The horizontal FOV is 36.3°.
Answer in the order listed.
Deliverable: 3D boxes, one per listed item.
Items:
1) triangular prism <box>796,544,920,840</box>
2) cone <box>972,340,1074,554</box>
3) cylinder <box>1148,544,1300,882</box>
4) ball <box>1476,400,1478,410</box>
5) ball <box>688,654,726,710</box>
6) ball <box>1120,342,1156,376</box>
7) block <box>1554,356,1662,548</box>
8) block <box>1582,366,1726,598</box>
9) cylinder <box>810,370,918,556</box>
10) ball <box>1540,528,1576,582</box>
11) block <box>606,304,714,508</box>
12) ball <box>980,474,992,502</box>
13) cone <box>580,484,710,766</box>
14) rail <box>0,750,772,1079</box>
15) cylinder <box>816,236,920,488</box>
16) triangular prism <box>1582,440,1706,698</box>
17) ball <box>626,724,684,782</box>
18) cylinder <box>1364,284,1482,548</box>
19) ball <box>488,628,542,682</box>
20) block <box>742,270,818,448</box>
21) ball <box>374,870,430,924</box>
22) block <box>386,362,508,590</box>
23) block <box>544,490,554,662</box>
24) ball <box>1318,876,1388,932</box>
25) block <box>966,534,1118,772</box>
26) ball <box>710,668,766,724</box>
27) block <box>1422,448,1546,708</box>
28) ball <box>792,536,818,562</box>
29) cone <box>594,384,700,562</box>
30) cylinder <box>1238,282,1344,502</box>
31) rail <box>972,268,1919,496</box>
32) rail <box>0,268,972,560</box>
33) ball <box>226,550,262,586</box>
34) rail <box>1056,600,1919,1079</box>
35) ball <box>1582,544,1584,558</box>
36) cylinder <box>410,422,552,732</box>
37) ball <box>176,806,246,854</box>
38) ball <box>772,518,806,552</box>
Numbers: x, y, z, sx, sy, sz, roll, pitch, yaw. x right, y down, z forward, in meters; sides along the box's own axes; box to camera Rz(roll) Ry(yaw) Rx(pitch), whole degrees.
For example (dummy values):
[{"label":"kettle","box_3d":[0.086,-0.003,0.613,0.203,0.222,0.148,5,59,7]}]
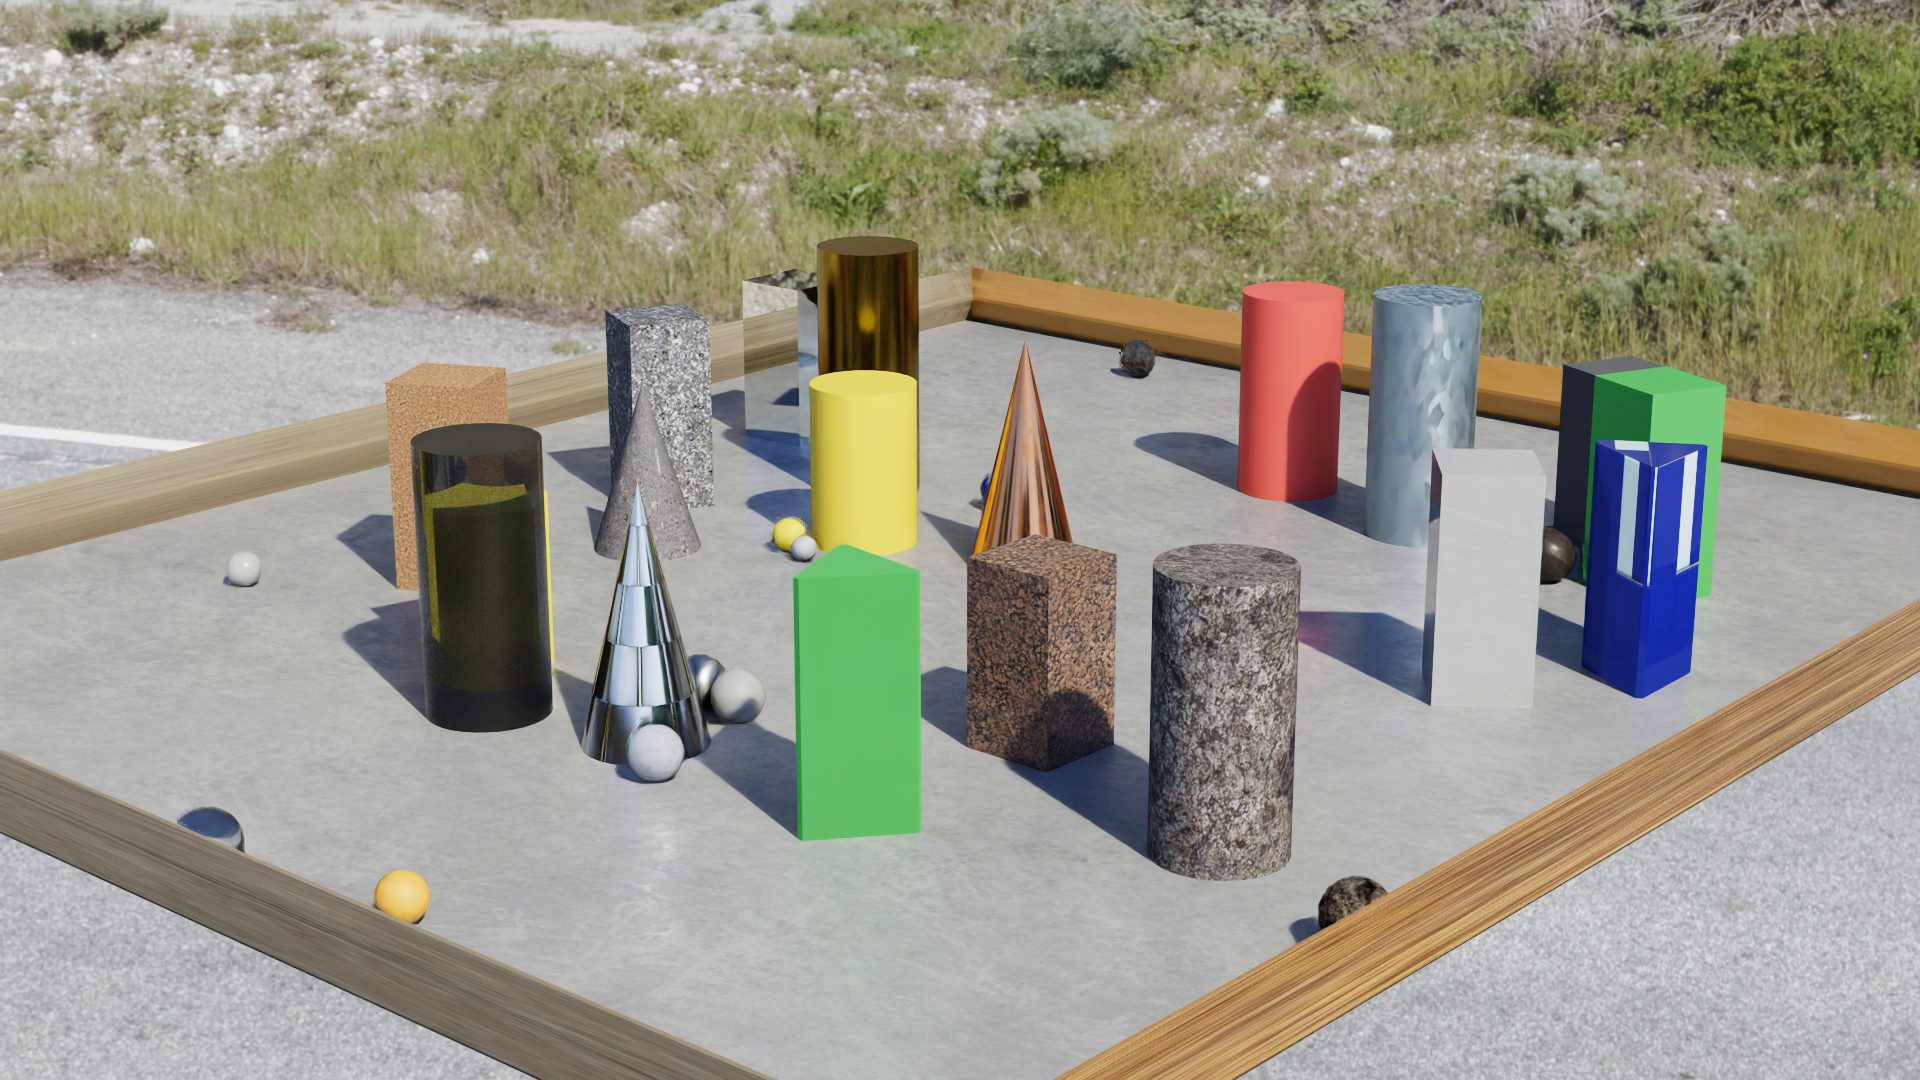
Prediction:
[{"label":"triangular prism","box_3d":[-0.152,0.209,4.098,0.170,0.381,0.148,-3,17,-10]},{"label":"cone","box_3d":[0.115,-0.155,5.239,0.197,0.419,0.197,0,17,0]},{"label":"cylinder","box_3d":[0.356,0.231,3.968,0.197,0.414,0.197,0,17,0]},{"label":"ball","box_3d":[1.064,-0.288,6.265,0.082,0.082,0.082,0,17,0]},{"label":"ball","box_3d":[-0.404,0.221,4.568,0.086,0.086,0.086,0,17,0]},{"label":"ball","box_3d":[0.406,-0.412,6.681,0.079,0.079,0.079,0,17,0]},{"label":"block","box_3d":[1.211,-0.153,5.389,0.157,0.330,0.157,-8,18,-24]},{"label":"block","box_3d":[1.207,-0.094,5.107,0.157,0.378,0.157,-8,19,-25]},{"label":"cylinder","box_3d":[-0.177,-0.143,5.403,0.197,0.301,0.197,0,17,0]},{"label":"ball","box_3d":[1.041,0.027,5.196,0.097,0.097,0.097,0,17,0]},{"label":"block","box_3d":[-0.579,-0.254,5.656,0.157,0.368,0.157,-7,18,-23]},{"label":"ball","box_3d":[0.078,-0.095,5.635,0.076,0.076,0.076,0,17,0]},{"label":"cone","box_3d":[-0.475,0.111,4.375,0.197,0.409,0.197,0,17,0]},{"label":"rail","box_3d":[-1.101,0.398,3.905,2.886,0.128,0.045,14,22,39]},{"label":"cylinder","box_3d":[-0.178,-0.336,5.727,0.197,0.484,0.197,0,17,0]},{"label":"triangular prism","box_3d":[1.069,0.036,4.675,0.148,0.379,0.170,14,22,38]},{"label":"ball","box_3d":[-0.445,0.310,4.277,0.084,0.084,0.084,0,17,0]},{"label":"cylinder","box_3d":[0.856,-0.231,5.432,0.197,0.454,0.197,0,17,0]},{"label":"ball","box_3d":[-0.712,0.183,4.691,0.088,0.088,0.088,0,17,0]},{"label":"block","box_3d":[-0.341,-0.382,6.145,0.157,0.332,0.157,14,22,38]},{"label":"ball","box_3d":[-0.721,0.462,3.792,0.072,0.072,0.072,0,17,0]},{"label":"block","box_3d":[-0.896,-0.109,5.164,0.157,0.374,0.157,4,17,14]},{"label":"block","box_3d":[-0.773,0.056,4.764,0.157,0.290,0.157,-12,21,-35]},{"label":"ball","box_3d":[0.501,0.475,3.706,0.098,0.098,0.098,0,17,0]},{"label":"block","box_3d":[0.121,0.167,4.378,0.157,0.300,0.157,14,22,39]},{"label":"ball","box_3d":[-0.341,0.240,4.508,0.086,0.086,0.086,0,17,0]},{"label":"block","box_3d":[0.820,0.059,4.605,0.157,0.375,0.157,1,17,3]},{"label":"ball","box_3d":[-0.283,0.015,5.320,0.047,0.047,0.047,0,17,0]},{"label":"cone","box_3d":[-0.577,-0.138,5.366,0.197,0.313,0.197,0,17,0]},{"label":"cylinder","box_3d":[0.646,-0.292,5.734,0.197,0.395,0.197,0,17,0]},{"label":"rail","box_3d":[1.101,-0.334,6.335,2.886,0.128,0.045,14,22,39]},{"label":"rail","box_3d":[-1.072,-0.237,6.011,0.045,0.128,3.407,14,22,39]},{"label":"ball","box_3d":[-1.265,0.050,5.176,0.062,0.062,0.062,0,17,0]},{"label":"rail","box_3d":[1.072,0.301,4.229,0.045,0.128,3.407,14,22,39]},{"label":"ball","box_3d":[1.151,0.019,5.286,0.058,0.058,0.058,0,17,0]},{"label":"cylinder","box_3d":[-0.733,0.057,4.506,0.197,0.437,0.197,0,17,0]},{"label":"ball","box_3d":[-1.009,0.406,3.933,0.098,0.098,0.098,0,17,0]},{"label":"ball","box_3d":[-0.313,-0.010,5.376,0.062,0.062,0.062,0,17,0]}]
